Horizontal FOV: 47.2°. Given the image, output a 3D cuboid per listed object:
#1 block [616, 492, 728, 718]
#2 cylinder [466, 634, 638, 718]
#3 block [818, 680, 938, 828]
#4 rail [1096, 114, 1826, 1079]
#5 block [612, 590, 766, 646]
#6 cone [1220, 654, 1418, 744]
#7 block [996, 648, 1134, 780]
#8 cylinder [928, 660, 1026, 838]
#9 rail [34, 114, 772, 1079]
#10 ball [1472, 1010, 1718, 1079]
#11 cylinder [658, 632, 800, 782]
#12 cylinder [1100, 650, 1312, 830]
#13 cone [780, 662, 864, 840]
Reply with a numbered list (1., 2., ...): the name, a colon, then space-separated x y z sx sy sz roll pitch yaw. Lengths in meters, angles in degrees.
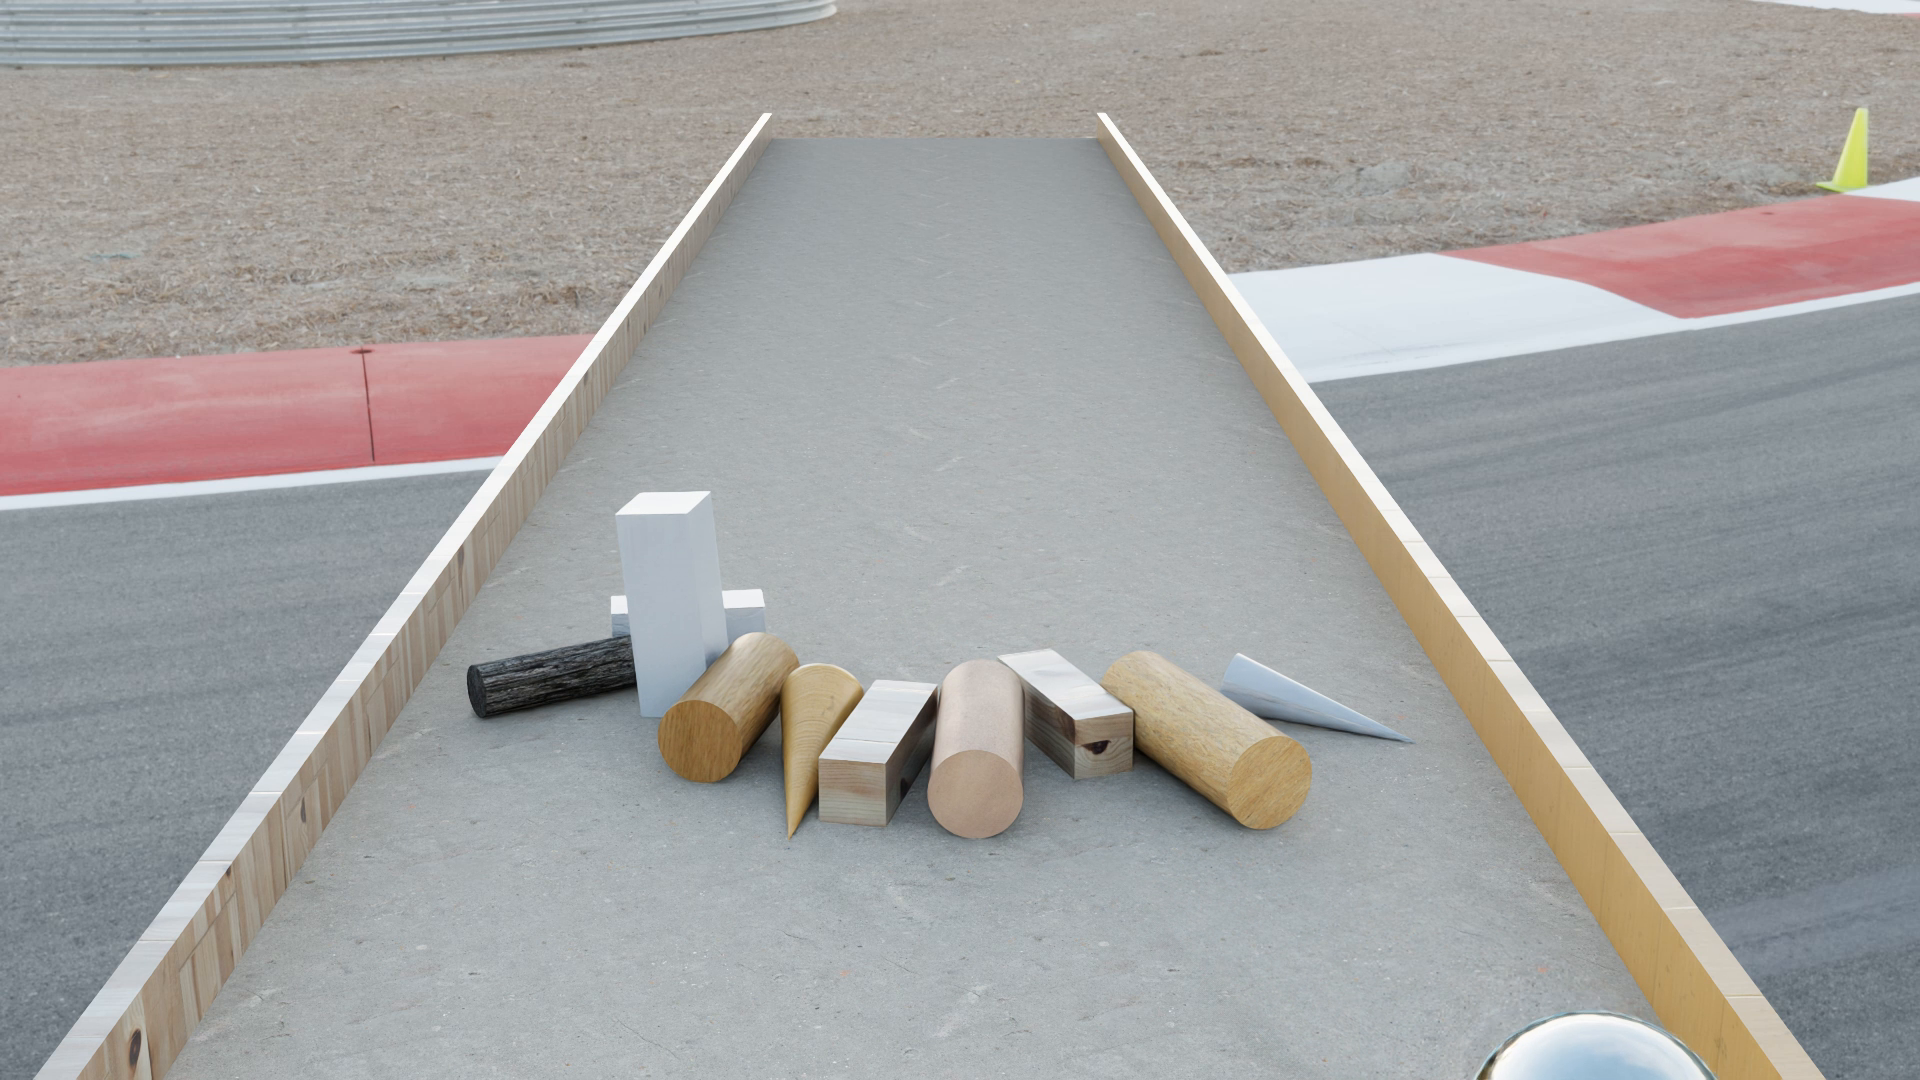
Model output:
1. block: -0.530 0.120 4.104 0.138 0.397 0.138 -1 18 12
2. cylinder: -0.709 0.247 4.221 0.460 0.100 0.100 -11 20 -32
3. block: -0.137 0.364 3.805 0.114 0.114 0.383 4 17 12
4. rail: 0.932 -0.844 7.801 0.050 0.150 12.000 0 17 -1
5. block: -0.548 0.177 4.434 0.303 0.112 0.112 -3 17 -8
6. cone: 0.672 0.318 4.058 0.373 0.113 0.113 18 22 24
7. block: 0.186 0.311 3.985 0.111 0.111 0.354 -6 18 -21
8. cylinder: 0.032 0.351 3.775 0.156 0.156 0.434 1 17 2
9. rail: -1.118 -0.838 7.780 0.050 0.150 12.000 0 17 -1
10. ball: 0.705 0.674 2.429 0.303 0.303 0.303 0 17 0
11. cylinder: -0.410 0.297 3.962 0.153 0.153 0.366 4 17 12
12. cylinder: 0.415 0.338 3.804 0.163 0.163 0.458 -7 18 -23
13. cone: -0.264 0.391 3.777 0.157 0.157 0.455 1 26 4
